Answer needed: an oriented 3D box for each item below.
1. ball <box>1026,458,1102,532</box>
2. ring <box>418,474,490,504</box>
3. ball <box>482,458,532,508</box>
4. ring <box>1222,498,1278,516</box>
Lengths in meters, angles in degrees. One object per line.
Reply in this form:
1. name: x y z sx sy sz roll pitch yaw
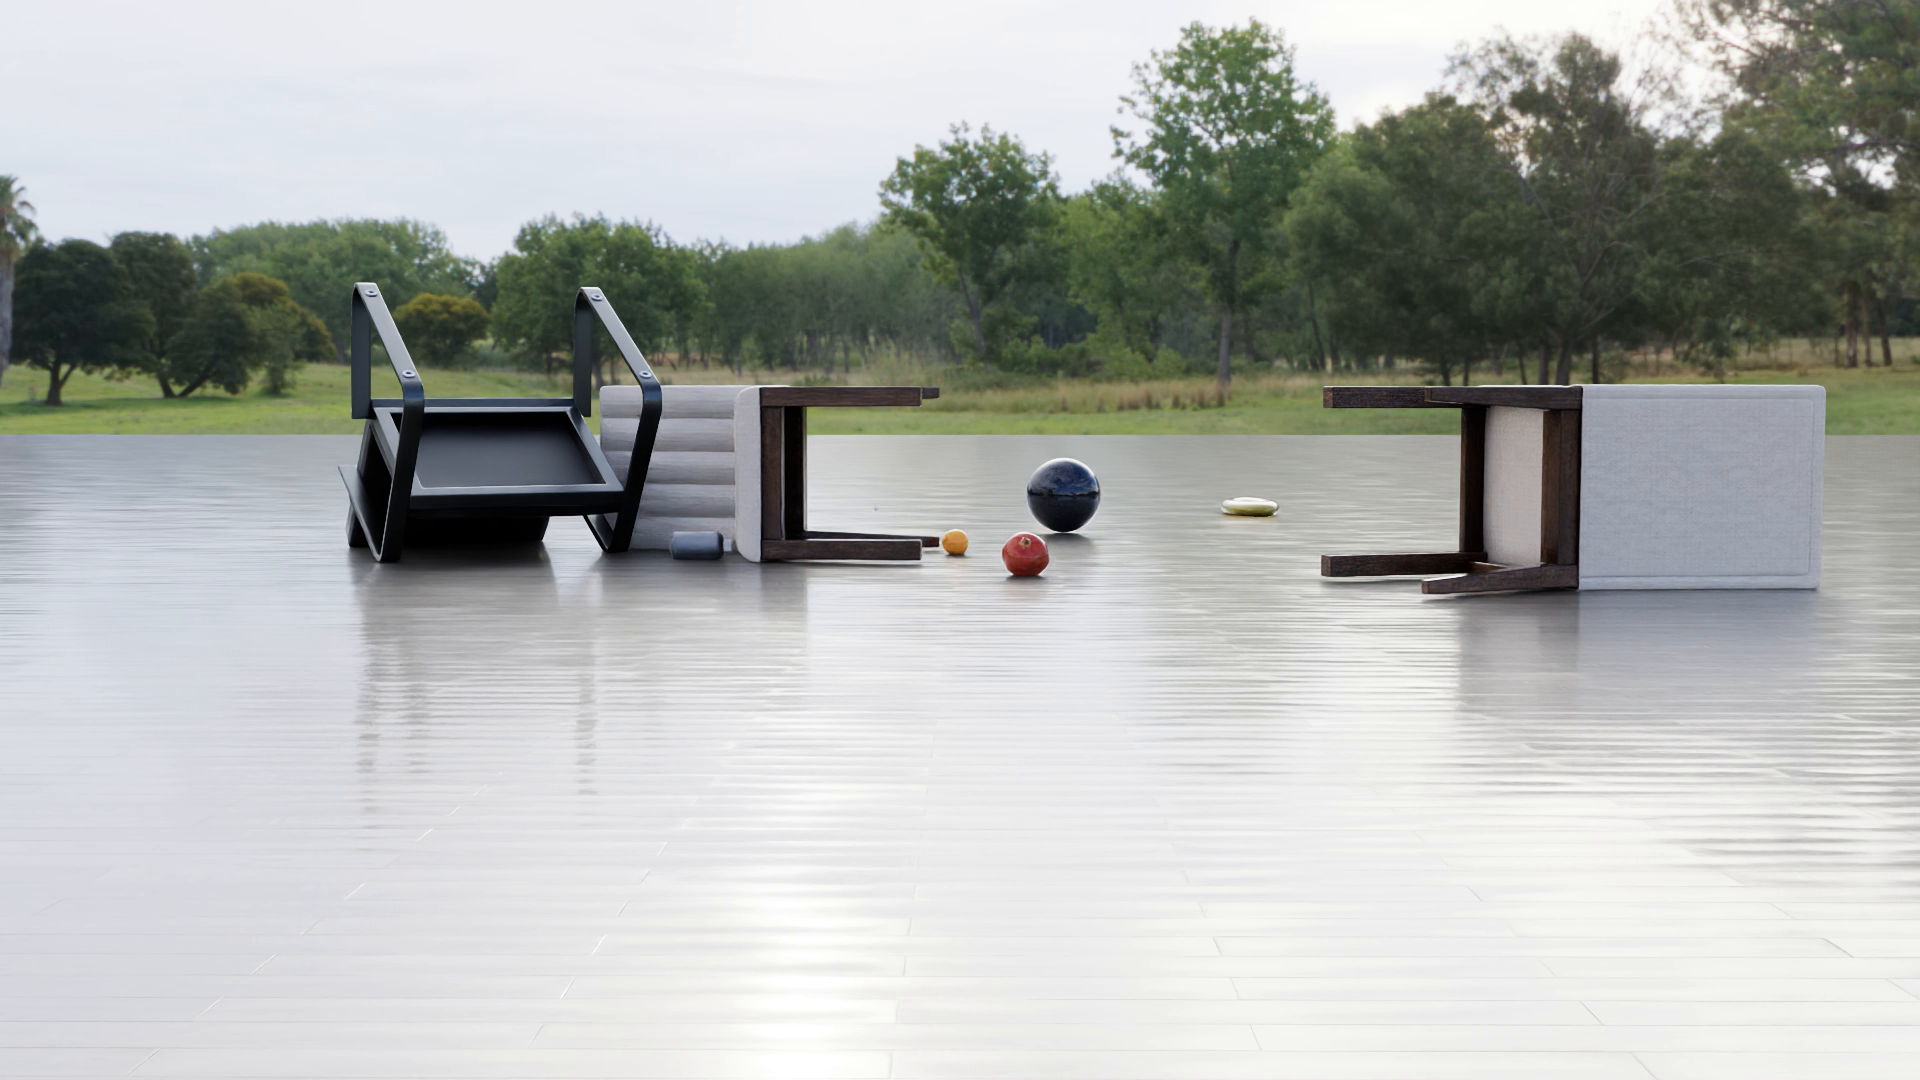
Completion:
1. ball: 0.325 -0.140 6.875 0.234 0.234 0.234 0 4 0
2. ring: -1.970 -0.202 8.730 0.353 0.106 0.387 0 3 -16
3. ball: -1.720 -0.220 8.352 0.191 0.191 0.191 0 4 0
4. ring: 1.039 -0.118 7.884 0.193 0.053 0.412 -1 4 -5
